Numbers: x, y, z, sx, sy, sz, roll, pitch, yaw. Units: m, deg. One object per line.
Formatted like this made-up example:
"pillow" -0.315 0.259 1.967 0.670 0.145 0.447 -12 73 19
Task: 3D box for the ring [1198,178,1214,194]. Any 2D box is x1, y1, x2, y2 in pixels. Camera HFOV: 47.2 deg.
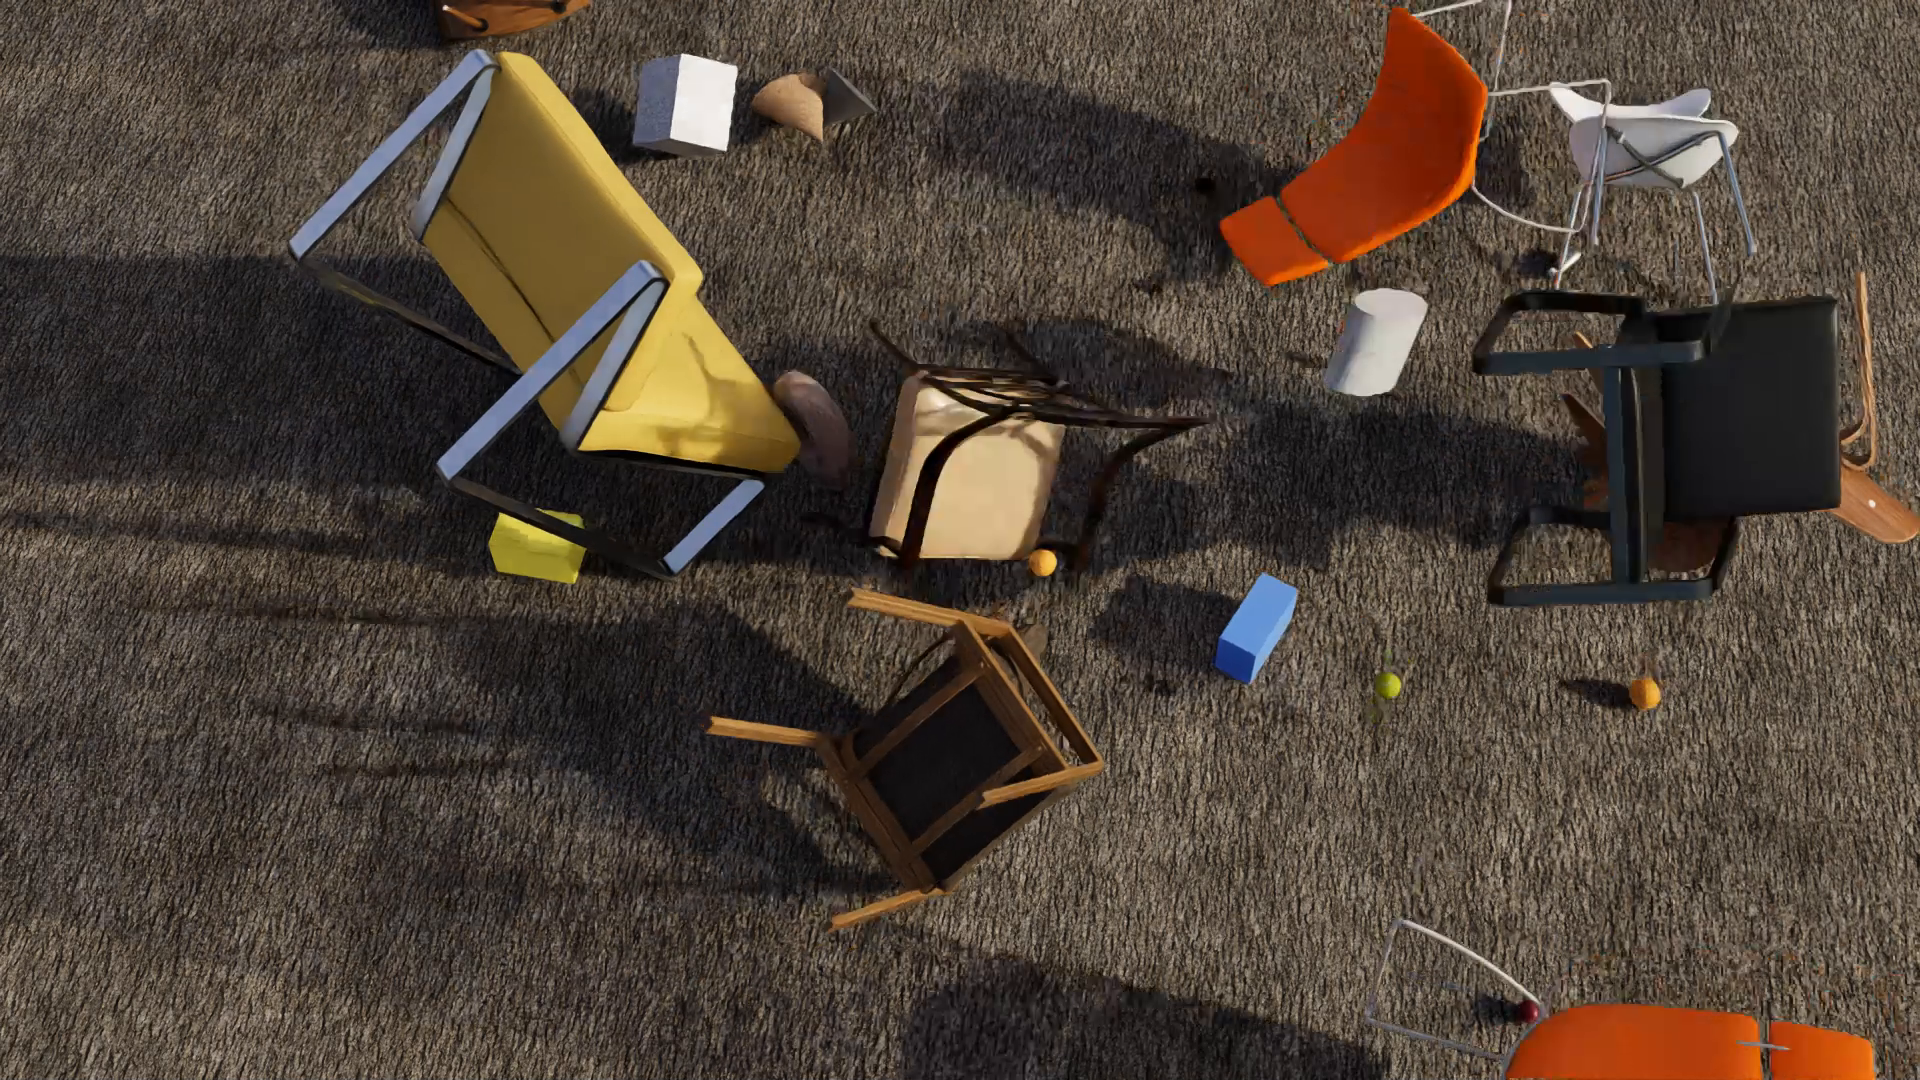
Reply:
"ring" 0.819 -1.179 7.313 0.053 0.106 0.035 -40 85 8

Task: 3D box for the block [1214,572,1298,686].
"block" 0.849 0.253 6.305 0.115 0.165 0.260 28 60 17

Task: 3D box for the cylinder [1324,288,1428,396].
"cylinder" 1.237 -0.588 6.540 0.295 0.265 0.163 -14 43 -40

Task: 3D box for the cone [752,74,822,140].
"cone" -0.524 -1.424 7.408 0.262 0.141 0.317 -21 48 -14

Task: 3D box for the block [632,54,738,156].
"block" -0.909 -1.431 7.257 0.202 0.311 0.275 7 91 -32

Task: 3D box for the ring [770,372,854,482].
"ring" -0.438 -0.333 6.513 0.218 0.394 0.125 13 50 41

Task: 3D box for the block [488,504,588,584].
"block" -1.240 0.011 6.479 0.238 0.146 0.148 9 57 6

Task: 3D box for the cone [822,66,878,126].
"cone" -0.425 -1.472 7.503 0.181 0.231 0.220 -46 55 10
